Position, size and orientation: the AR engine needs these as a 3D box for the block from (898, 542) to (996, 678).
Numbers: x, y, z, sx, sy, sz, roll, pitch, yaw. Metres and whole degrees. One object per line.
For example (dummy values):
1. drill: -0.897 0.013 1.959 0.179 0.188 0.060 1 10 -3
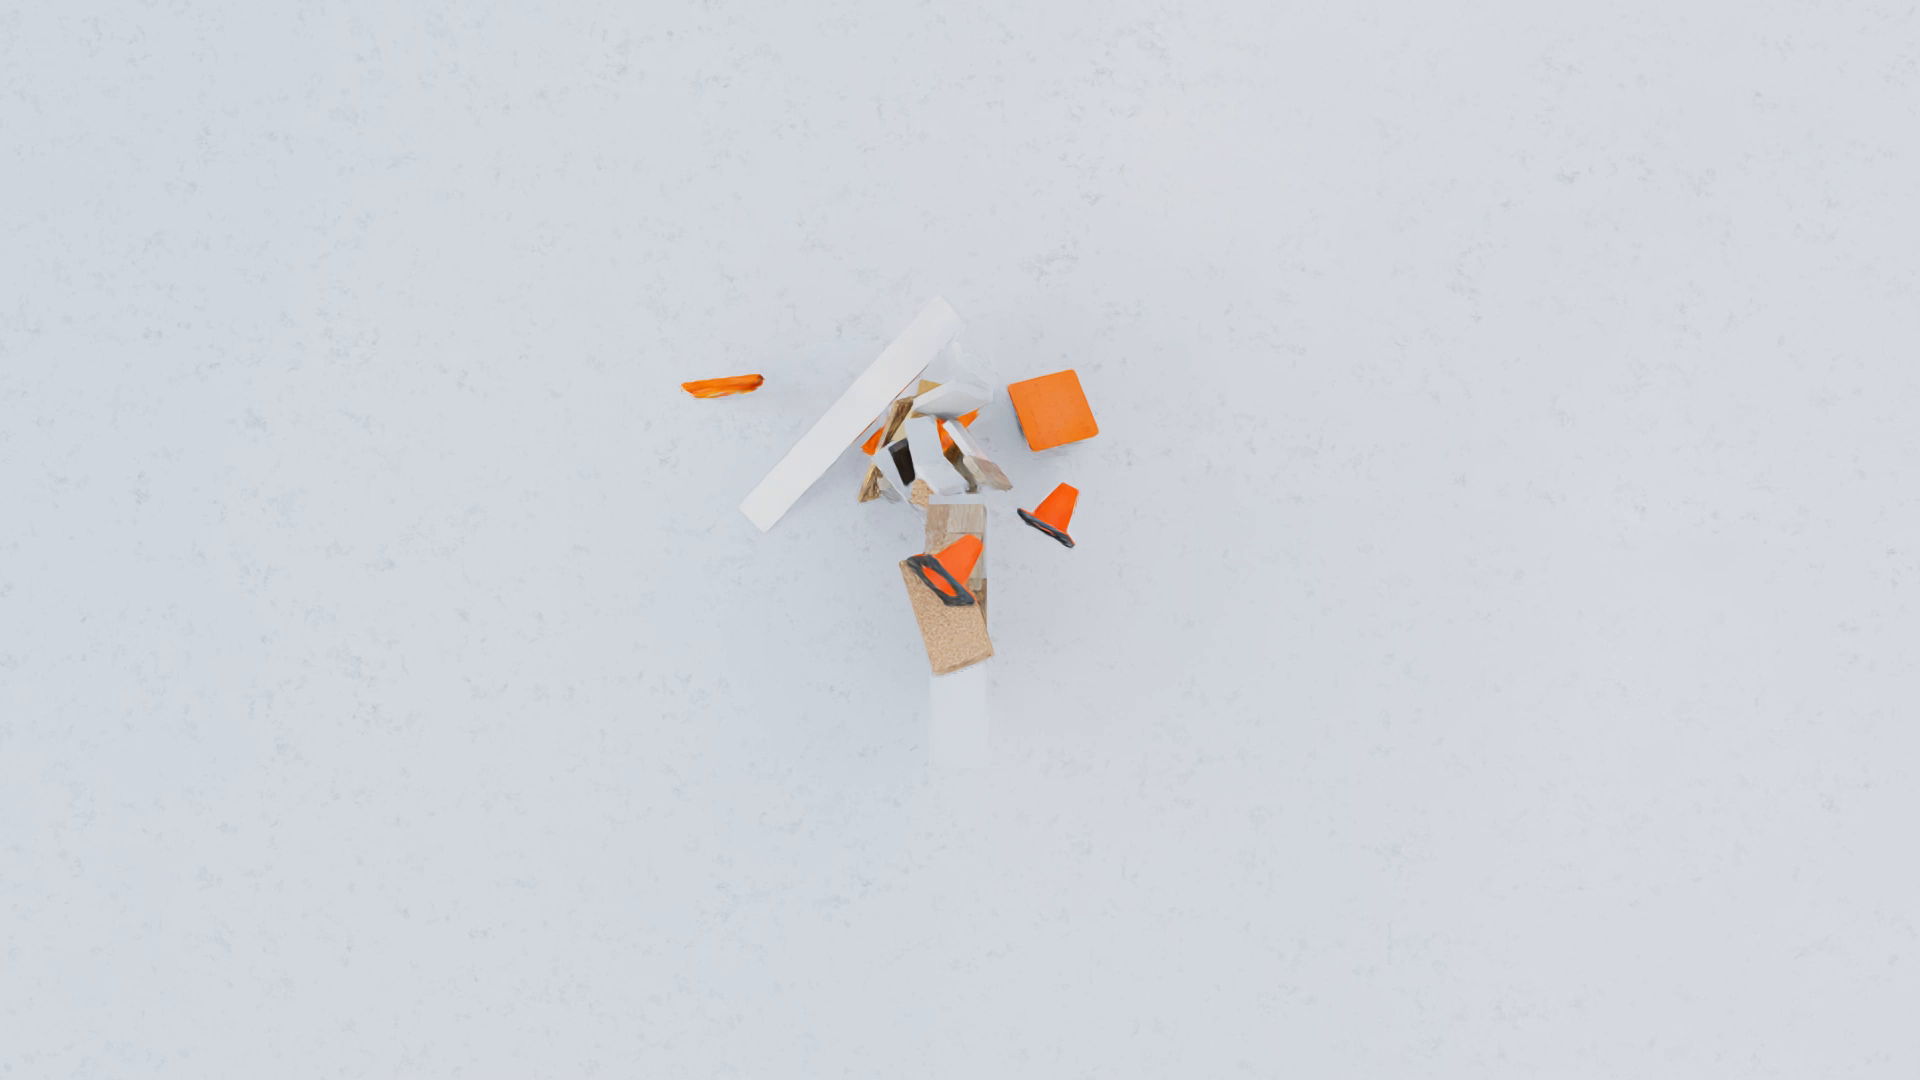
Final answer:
1. block: -0.035 0.178 4.275 0.161 0.046 0.321 -20 66 3

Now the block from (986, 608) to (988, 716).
1. block: 0.003 0.347 4.694 0.150 0.043 0.301 0 91 0

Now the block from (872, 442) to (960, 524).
1. block: -0.132 -0.189 5.033 0.138 0.039 0.276 -37 71 -8

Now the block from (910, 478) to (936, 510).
1. block: -0.089 -0.165 4.900 0.092 0.184 0.026 24 49 8

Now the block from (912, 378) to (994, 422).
1. block: -0.023 -0.404 4.785 0.126 0.251 0.036 16 73 -27

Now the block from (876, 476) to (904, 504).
1. block: -0.173 -0.171 5.204 0.138 0.276 0.039 -16 82 2

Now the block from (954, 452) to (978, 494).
1. block: -0.004 -0.174 5.419 0.127 0.036 0.255 -8 66 13

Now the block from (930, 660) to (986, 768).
1. block: -0.005 0.452 4.363 0.145 0.041 0.291 0 91 0

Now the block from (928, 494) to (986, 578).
1. block: -0.007 0.035 4.640 0.162 0.046 0.323 0 84 0

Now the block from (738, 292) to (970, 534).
1. block: -0.352 -0.390 5.259 0.126 0.036 1.031 46 116 0

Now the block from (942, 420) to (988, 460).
1. block: 0.026 -0.272 4.828 0.026 0.091 0.182 -39 81 16

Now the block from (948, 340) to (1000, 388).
1. block: 0.041 -0.513 4.772 0.126 0.251 0.036 34 99 -14

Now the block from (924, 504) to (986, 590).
1. block: -0.014 0.018 4.482 0.161 0.321 0.046 -1 128 3

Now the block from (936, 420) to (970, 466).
1. block: -0.082 -0.269 5.433 0.127 0.036 0.255 23 76 17

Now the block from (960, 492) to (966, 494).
1. block: -0.046 -0.108 5.168 0.138 0.276 0.039 -29 82 -2

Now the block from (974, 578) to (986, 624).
1. block: -0.008 0.191 4.446 0.161 0.321 0.046 -1 112 1

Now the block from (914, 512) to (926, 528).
1. block: -0.108 -0.146 5.354 0.127 0.036 0.255 -34 73 -2

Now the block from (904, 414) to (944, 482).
1. block: -0.101 -0.270 4.826 0.092 0.026 0.184 -12 73 -3

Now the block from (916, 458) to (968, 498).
1. block: -0.052 -0.180 4.700 0.091 0.182 0.026 -13 120 -18

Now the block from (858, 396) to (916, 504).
1. block: -0.227 -0.278 5.145 0.076 0.468 0.022 -16 60 -32

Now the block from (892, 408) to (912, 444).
1. block: -0.145 -0.328 4.984 0.076 0.152 0.022 44 45 7

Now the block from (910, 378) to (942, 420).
1. block: -0.098 -0.402 4.927 0.076 0.022 0.152 14 67 -4

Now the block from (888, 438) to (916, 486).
1. block: -0.152 -0.239 4.933 0.092 0.184 0.026 -30 59 -5

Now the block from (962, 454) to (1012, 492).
1. block: 0.080 -0.190 4.696 0.026 0.182 0.091 -43 68 16
